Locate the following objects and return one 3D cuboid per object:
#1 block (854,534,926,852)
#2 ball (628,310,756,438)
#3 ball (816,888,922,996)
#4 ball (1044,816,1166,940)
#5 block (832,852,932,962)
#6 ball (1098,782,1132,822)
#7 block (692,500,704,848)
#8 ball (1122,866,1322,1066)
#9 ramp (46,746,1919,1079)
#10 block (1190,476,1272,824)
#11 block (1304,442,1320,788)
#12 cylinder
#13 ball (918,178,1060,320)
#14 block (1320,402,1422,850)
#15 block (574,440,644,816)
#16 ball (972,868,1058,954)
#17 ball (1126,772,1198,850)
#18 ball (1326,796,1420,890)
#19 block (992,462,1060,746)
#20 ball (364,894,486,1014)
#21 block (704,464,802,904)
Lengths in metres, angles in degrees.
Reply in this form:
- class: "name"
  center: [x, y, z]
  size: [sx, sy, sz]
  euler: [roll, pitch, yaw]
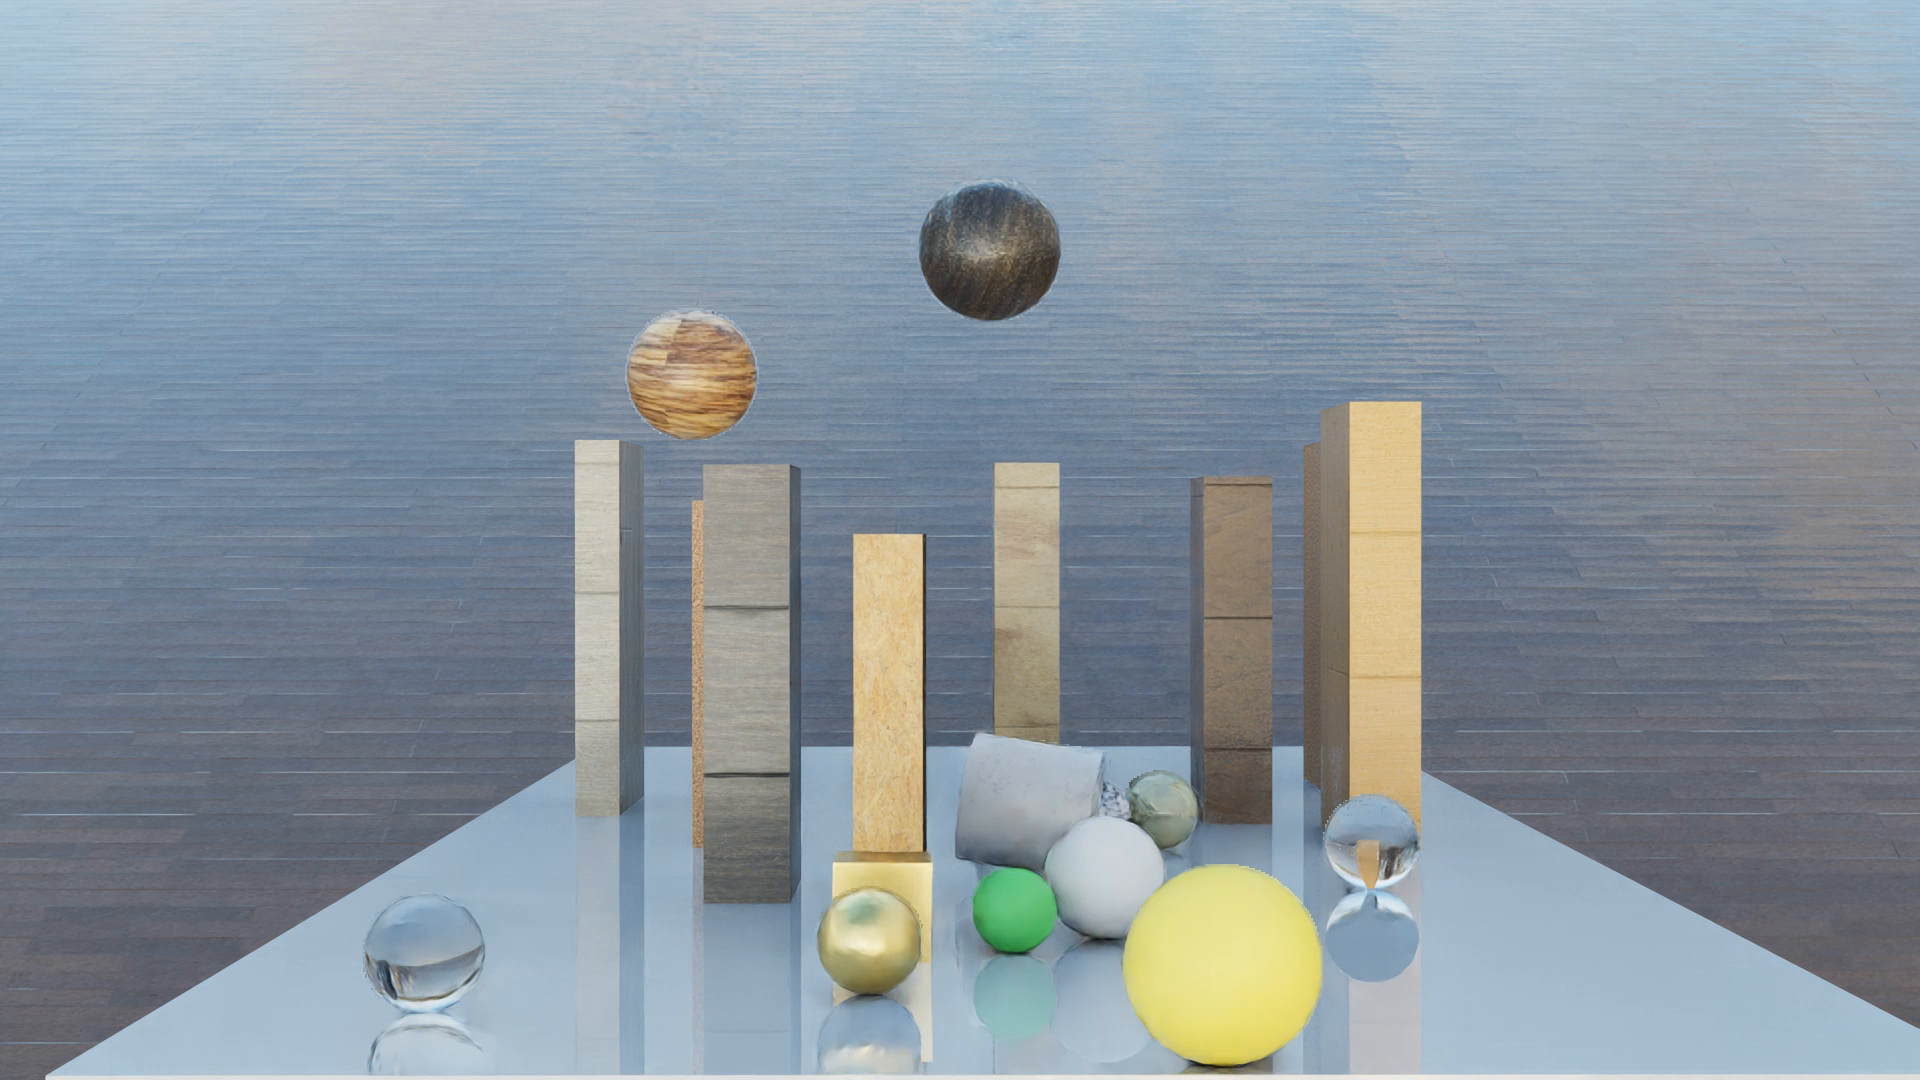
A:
- class: "block"
  center: [-0.096, 0.267, 3.652]
  size: [0.092, 0.550, 0.406]
  euler: [0, 0, 0]
- class: "ball"
  center: [-0.298, -0.184, 2.879]
  size: [0.143, 0.143, 0.143]
  euler: [0, 29, 0]
- class: "ball"
  center: [-0.108, 0.481, 3.098]
  size: [0.127, 0.127, 0.127]
  euler: [0, 29, 0]
- class: "ball"
  center: [0.197, 0.459, 3.517]
  size: [0.167, 0.167, 0.167]
  euler: [0, 29, 0]
- class: "block"
  center: [-0.101, 0.479, 3.386]
  size: [0.128, 0.128, 0.128]
  euler: [0, 0, -1]
- class: "ball"
  center: [0.231, 0.475, 4.435]
  size: [0.127, 0.127, 0.127]
  euler: [0, 29, 0]
- class: "block"
  center: [-0.413, 0.234, 4.664]
  size: [0.111, 0.608, 0.284]
  euler: [0, 0, 0]
- class: "ball"
  center: [0.273, 0.442, 2.691]
  size: [0.206, 0.206, 0.206]
  euler: [0, 29, 0]
- class: "ramp"
  center: [0.066, 0.588, 4.639]
  size: [2.000, 0.100, 4.000]
  euler: [0, 0, 0]
- class: "block"
  center: [0.525, 0.208, 5.023]
  size: [0.129, 0.657, 0.281]
  euler: [0, 0, 0]
- class: "block"
  center: [0.820, 0.162, 5.639]
  size: [0.099, 0.744, 0.326]
  euler: [0, 0, 0]
- class: "cylinder"
  center: [0.112, 0.422, 4.103]
  size: [0.204, 0.204, 0.204]
  euler: [9, 30, 7]
- class: "ball"
  center: [0.034, -0.335, 2.977]
  size: [0.164, 0.164, 0.164]
  euler: [0, 29, 0]
- class: "block"
  center: [0.738, 0.149, 4.669]
  size: [0.124, 0.778, 0.359]
  euler: [0, 0, 0]
- class: "block"
  center: [-0.705, 0.171, 5.223]
  size: [0.086, 0.731, 0.396]
  euler: [0, 0, 0]
- class: "ball"
  center: [0.072, 0.487, 3.403]
  size: [0.112, 0.112, 0.112]
  euler: [0, 29, 0]
- class: "ball"
  center: [0.348, 0.472, 4.499]
  size: [0.133, 0.133, 0.133]
  euler: [0, 29, 0]
- class: "ball"
  center: [0.637, 0.468, 4.001]
  size: [0.144, 0.144, 0.144]
  euler: [0, 29, 0]
- class: "block"
  center: [0.140, 0.186, 5.599]
  size: [0.135, 0.696, 0.386]
  euler: [0, 0, 0]
- class: "ball"
  center: [-0.617, 0.477, 2.981]
  size: [0.137, 0.137, 0.137]
  euler: [0, 29, 0]
- class: "block"
  center: [-0.318, 0.214, 3.985]
  size: [0.129, 0.654, 0.272]
  euler: [0, 0, 0]
